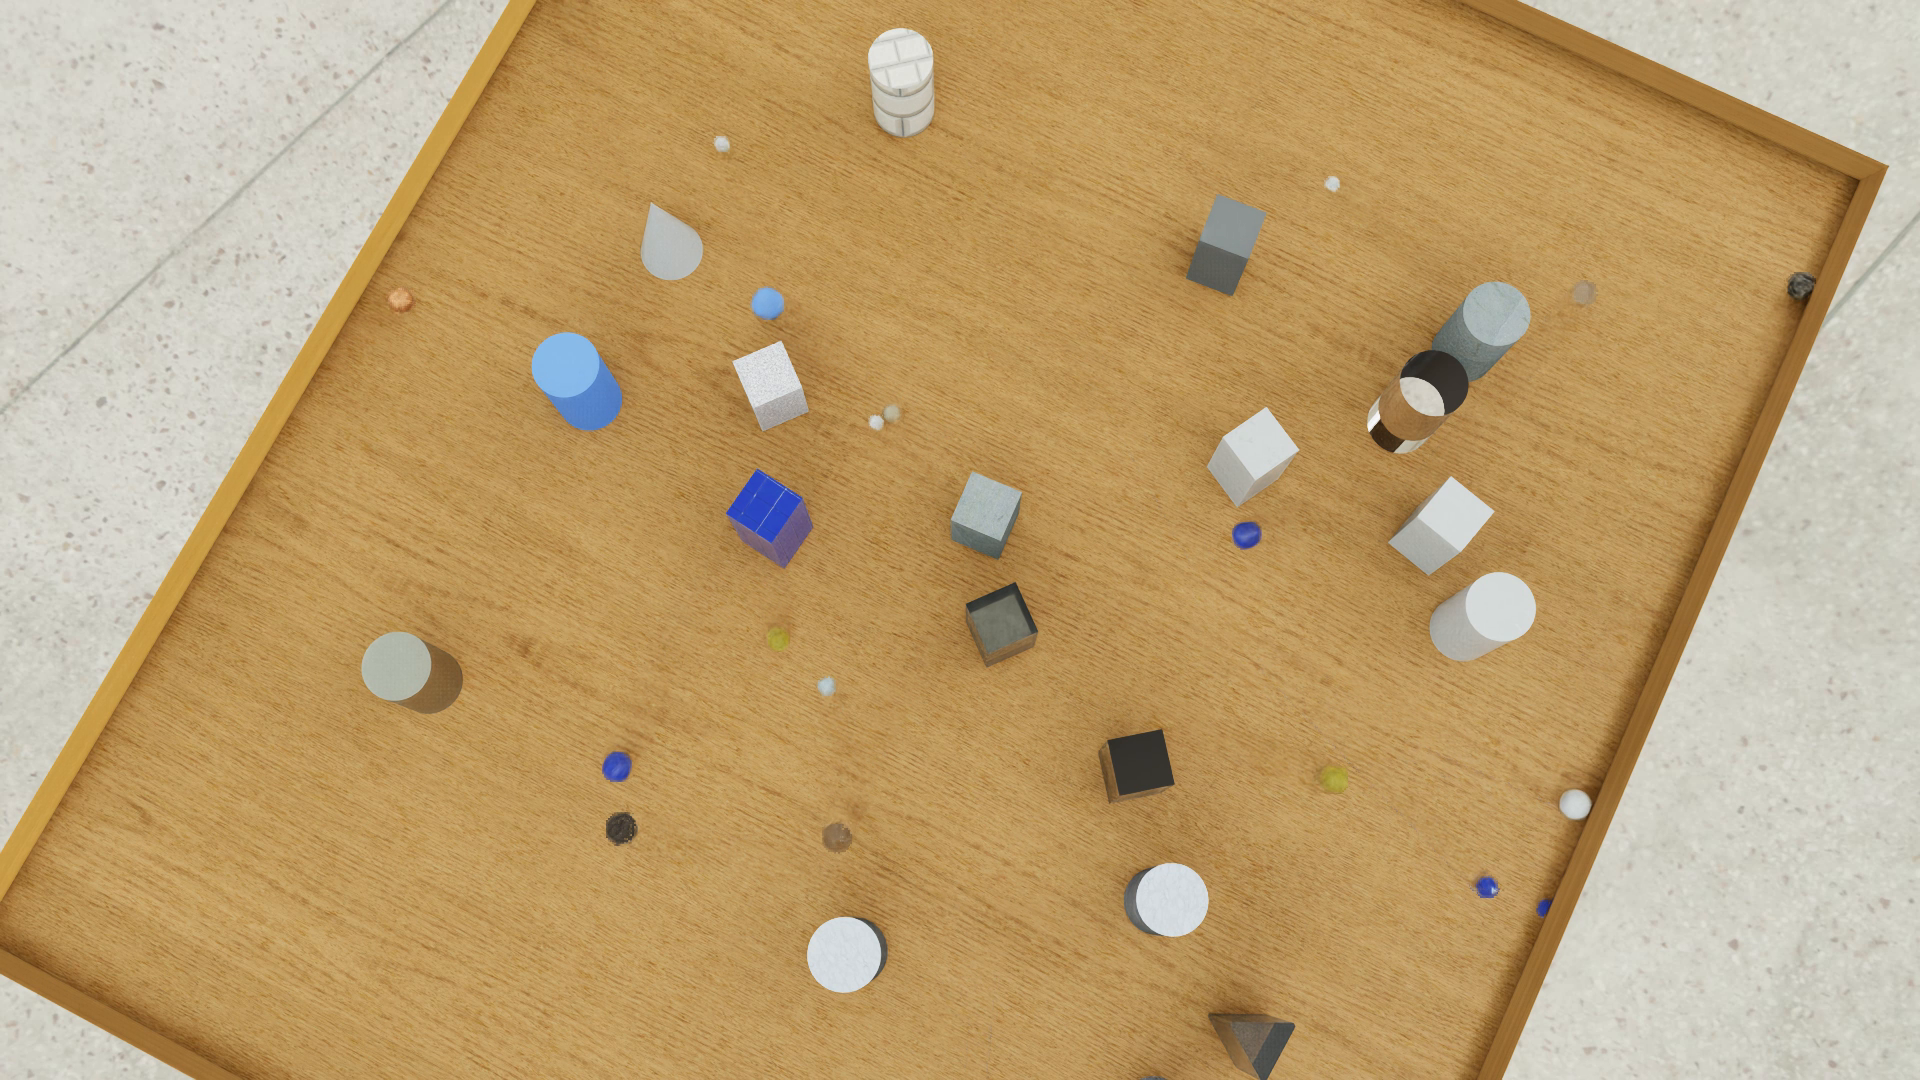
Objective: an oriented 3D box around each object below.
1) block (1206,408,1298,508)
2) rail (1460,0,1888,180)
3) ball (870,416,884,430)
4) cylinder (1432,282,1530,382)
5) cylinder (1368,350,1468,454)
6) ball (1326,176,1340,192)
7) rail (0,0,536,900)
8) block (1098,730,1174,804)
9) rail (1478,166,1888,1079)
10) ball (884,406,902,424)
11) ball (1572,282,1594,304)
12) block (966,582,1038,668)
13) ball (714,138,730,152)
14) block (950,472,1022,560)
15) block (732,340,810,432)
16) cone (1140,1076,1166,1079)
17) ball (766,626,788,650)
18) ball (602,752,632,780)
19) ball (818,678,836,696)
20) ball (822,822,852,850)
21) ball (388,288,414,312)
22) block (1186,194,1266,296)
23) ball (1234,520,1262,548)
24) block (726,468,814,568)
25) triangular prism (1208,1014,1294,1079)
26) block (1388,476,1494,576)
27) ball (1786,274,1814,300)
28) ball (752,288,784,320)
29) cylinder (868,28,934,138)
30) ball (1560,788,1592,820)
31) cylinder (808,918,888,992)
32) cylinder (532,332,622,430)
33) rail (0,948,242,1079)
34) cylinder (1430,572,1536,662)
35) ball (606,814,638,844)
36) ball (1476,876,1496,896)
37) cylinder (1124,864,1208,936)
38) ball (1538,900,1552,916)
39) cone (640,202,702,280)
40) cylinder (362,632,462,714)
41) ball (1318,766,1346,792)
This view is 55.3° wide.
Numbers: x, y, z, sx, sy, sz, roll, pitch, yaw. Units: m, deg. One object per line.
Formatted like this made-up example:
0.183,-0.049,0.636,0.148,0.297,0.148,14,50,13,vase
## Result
0.872,-0.243,5.485,0.158,0.357,0.158,-34,80,-7,block
1.046,-2.041,5.972,4.134,0.128,0.045,26,80,5,rail
-0.258,-0.363,5.669,0.044,0.044,0.044,0,78,0,ball
1.574,-0.626,5.556,0.198,0.372,0.198,0,78,0,cylinder
1.364,-0.408,5.481,0.198,0.431,0.198,0,78,0,cylinder
1.187,-1.132,5.828,0.045,0.045,0.045,0,78,0,ball
-1.828,-0.888,5.734,0.045,0.128,4.724,26,80,5,rail
0.506,0.658,5.296,0.158,0.361,0.158,-11,79,-2,block
1.828,0.902,5.363,0.045,0.128,4.724,26,80,5,rail
-0.209,-0.388,5.670,0.053,0.053,0.053,0,78,0,ball
1.955,-0.774,5.744,0.065,0.065,0.065,0,78,0,ball
0.120,0.254,5.409,0.158,0.303,0.158,-23,79,-5,block
-0.760,-1.262,5.853,0.048,0.048,0.048,0,78,0,ball
0.077,-0.070,5.483,0.158,0.290,0.158,23,79,5,block
-0.573,-0.465,5.578,0.158,0.265,0.158,-24,79,-5,block
0.559,1.609,5.092,0.198,0.375,0.198,0,78,0,cone
-0.550,0.296,5.521,0.067,0.067,0.067,0,78,0,ball
-1.016,0.669,5.434,0.086,0.086,0.086,0,78,0,ball
-0.400,0.442,5.499,0.052,0.052,0.052,0,78,0,ball
-0.362,0.873,5.393,0.083,0.083,0.083,0,78,0,ball
-1.748,-0.749,5.732,0.077,0.077,0.077,0,78,0,ball
0.815,-0.902,5.633,0.158,0.333,0.158,22,79,4,block
0.876,-0.016,5.577,0.085,0.085,0.085,0,78,0,ball
-0.559,-0.058,5.428,0.158,0.393,0.158,33,80,6,block
0.784,1.371,5.097,0.148,0.462,0.171,31,80,6,triangular prism
1.422,-0.037,5.437,0.158,0.367,0.158,40,81,8,block
2.633,-0.794,5.741,0.079,0.079,0.079,0,78,0,ball
-0.598,-0.736,5.719,0.099,0.099,0.099,0,78,0,ball
-0.180,-1.425,5.732,0.198,0.352,0.198,0,78,0,cylinder
1.817,0.779,5.410,0.089,0.089,0.089,0,78,0,ball
-0.310,1.158,5.136,0.198,0.471,0.198,0,78,0,cylinder
-1.151,-0.473,5.526,0.198,0.368,0.198,0,78,0,cylinder
-1.046,2.055,5.125,4.134,0.128,0.045,26,80,5,rail
1.523,0.229,5.361,0.198,0.407,0.198,0,78,0,cylinder
-0.994,0.850,5.395,0.089,0.089,0.089,0,78,0,ball
1.545,1.016,5.377,0.058,0.058,0.058,0,78,0,ball
0.581,1.024,5.205,0.198,0.391,0.198,0,78,0,cylinder
1.716,1.077,5.370,0.046,0.046,0.046,0,78,0,ball
-0.913,-0.958,5.611,0.198,0.399,0.198,0,78,0,cone
-1.598,0.392,5.362,0.198,0.339,0.198,0,78,0,cylinder
1.103,0.708,5.429,0.081,0.081,0.081,0,78,0,ball
